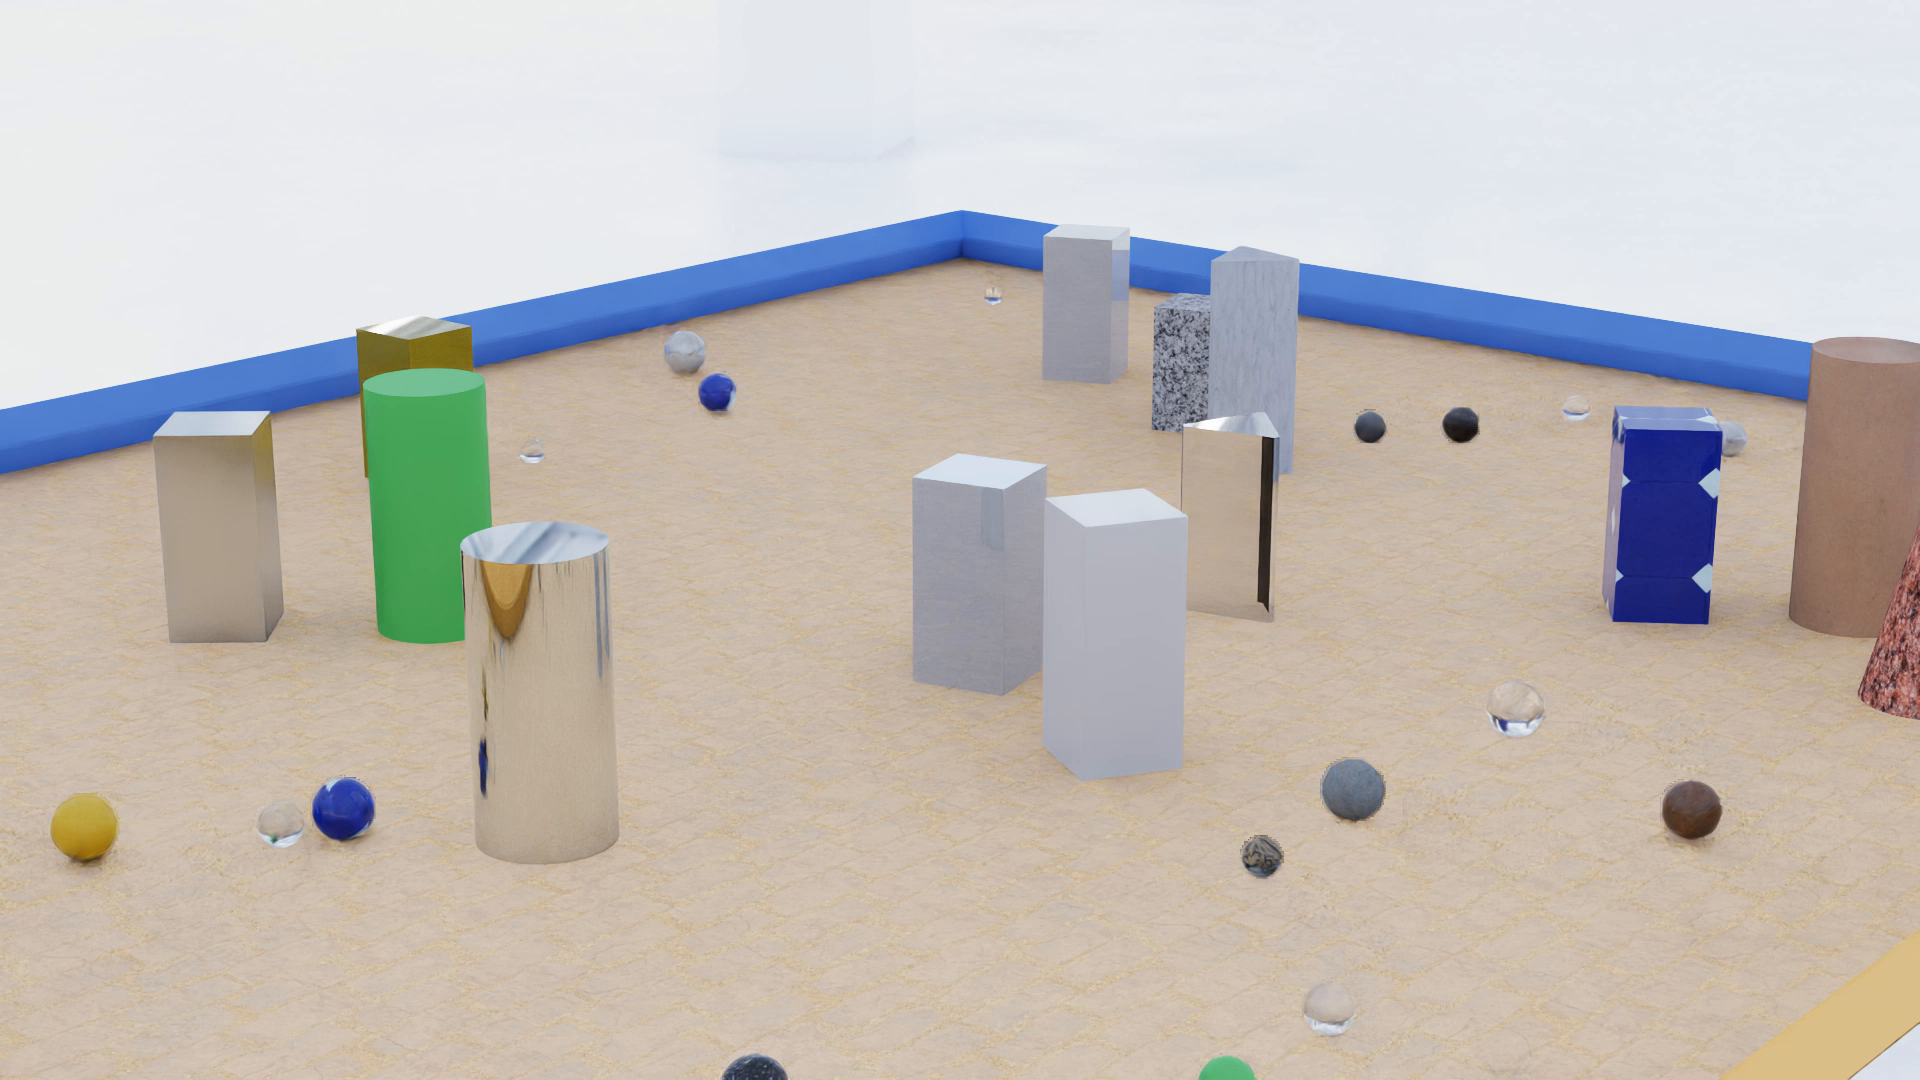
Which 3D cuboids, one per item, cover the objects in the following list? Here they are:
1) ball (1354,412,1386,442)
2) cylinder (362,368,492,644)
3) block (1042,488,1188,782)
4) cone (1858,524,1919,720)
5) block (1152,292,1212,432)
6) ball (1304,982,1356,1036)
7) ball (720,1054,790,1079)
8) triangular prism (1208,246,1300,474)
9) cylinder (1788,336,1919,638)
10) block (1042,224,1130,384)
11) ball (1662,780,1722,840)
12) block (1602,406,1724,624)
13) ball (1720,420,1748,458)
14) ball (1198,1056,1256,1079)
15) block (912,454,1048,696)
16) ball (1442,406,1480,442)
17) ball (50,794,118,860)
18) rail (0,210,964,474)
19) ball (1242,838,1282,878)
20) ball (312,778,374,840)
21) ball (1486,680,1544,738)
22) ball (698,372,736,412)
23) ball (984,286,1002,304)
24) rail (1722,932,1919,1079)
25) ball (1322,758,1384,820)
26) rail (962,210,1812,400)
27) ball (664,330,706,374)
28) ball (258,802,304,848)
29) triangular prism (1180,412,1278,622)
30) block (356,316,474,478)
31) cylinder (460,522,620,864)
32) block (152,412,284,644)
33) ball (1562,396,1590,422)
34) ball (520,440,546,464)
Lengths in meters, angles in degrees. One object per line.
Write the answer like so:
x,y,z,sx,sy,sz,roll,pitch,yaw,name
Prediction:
0.857,-0.235,6.124,0.065,0.065,0.065,0,17,0,ball
-0.887,-0.059,4.917,0.200,0.423,0.200,0,17,0,cylinder
0.227,0.138,4.327,0.160,0.387,0.160,-6,18,-19,block
1.519,0.049,4.560,0.200,0.423,0.200,0,17,0,cone
0.513,-0.374,6.236,0.160,0.266,0.160,7,18,22,block
0.440,0.559,3.493,0.062,0.062,0.062,0,17,0,ball
-0.229,0.615,3.275,0.081,0.081,0.081,0,17,0,ball
0.576,-0.363,5.905,0.173,0.436,0.150,-2,17,-5,triangular prism
1.518,-0.090,4.938,0.200,0.472,0.200,0,17,0,cylinder
0.287,-0.538,6.671,0.160,0.330,0.160,5,18,17,block
1.016,0.374,4.071,0.081,0.081,0.081,0,17,0,ball
1.198,-0.044,5.013,0.160,0.339,0.160,1,17,5,block
1.577,-0.208,6.015,0.075,0.075,0.075,0,17,0,ball
0.301,0.614,3.299,0.067,0.067,0.067,0,17,0,ball
0.032,0.053,4.689,0.160,0.340,0.160,8,19,25,block
1.047,-0.242,6.127,0.075,0.075,0.075,0,17,0,ball
-1.195,0.392,4.000,0.089,0.089,0.089,0,17,0,ball
-1.474,-0.337,6.345,0.045,0.130,4.565,14,22,39,rail
0.406,0.427,3.945,0.053,0.053,0.053,0,17,0,ball
-0.855,0.374,4.066,0.086,0.086,0.086,0,17,0,ball
0.844,0.257,4.453,0.087,0.087,0.087,0,17,0,ball
-0.527,-0.321,6.377,0.084,0.084,0.084,0,17,0,ball
0.085,-0.620,7.433,0.046,0.046,0.046,0,17,0,ball
1.474,0.402,3.894,0.045,0.130,4.565,14,22,39,rail
0.555,0.352,4.135,0.087,0.087,0.087,0,17,0,ball
1.481,-0.459,6.753,3.952,0.130,0.045,14,22,39,rail
-0.629,-0.429,6.709,0.100,0.100,0.100,0,17,0,ball
-0.936,0.392,4.042,0.064,0.064,0.064,0,17,0,ball
0.488,-0.046,5.043,0.173,0.326,0.150,9,19,26,triangular prism
-1.079,-0.274,5.838,0.160,0.305,0.160,14,21,38,block
-0.574,0.208,4.022,0.200,0.428,0.200,0,17,0,cylinder
-1.239,-0.023,4.912,0.160,0.357,0.160,0,17,-2,block
1.323,-0.281,6.292,0.057,0.057,0.057,0,17,0,ball
-0.870,-0.180,5.966,0.051,0.051,0.051,0,17,0,ball
